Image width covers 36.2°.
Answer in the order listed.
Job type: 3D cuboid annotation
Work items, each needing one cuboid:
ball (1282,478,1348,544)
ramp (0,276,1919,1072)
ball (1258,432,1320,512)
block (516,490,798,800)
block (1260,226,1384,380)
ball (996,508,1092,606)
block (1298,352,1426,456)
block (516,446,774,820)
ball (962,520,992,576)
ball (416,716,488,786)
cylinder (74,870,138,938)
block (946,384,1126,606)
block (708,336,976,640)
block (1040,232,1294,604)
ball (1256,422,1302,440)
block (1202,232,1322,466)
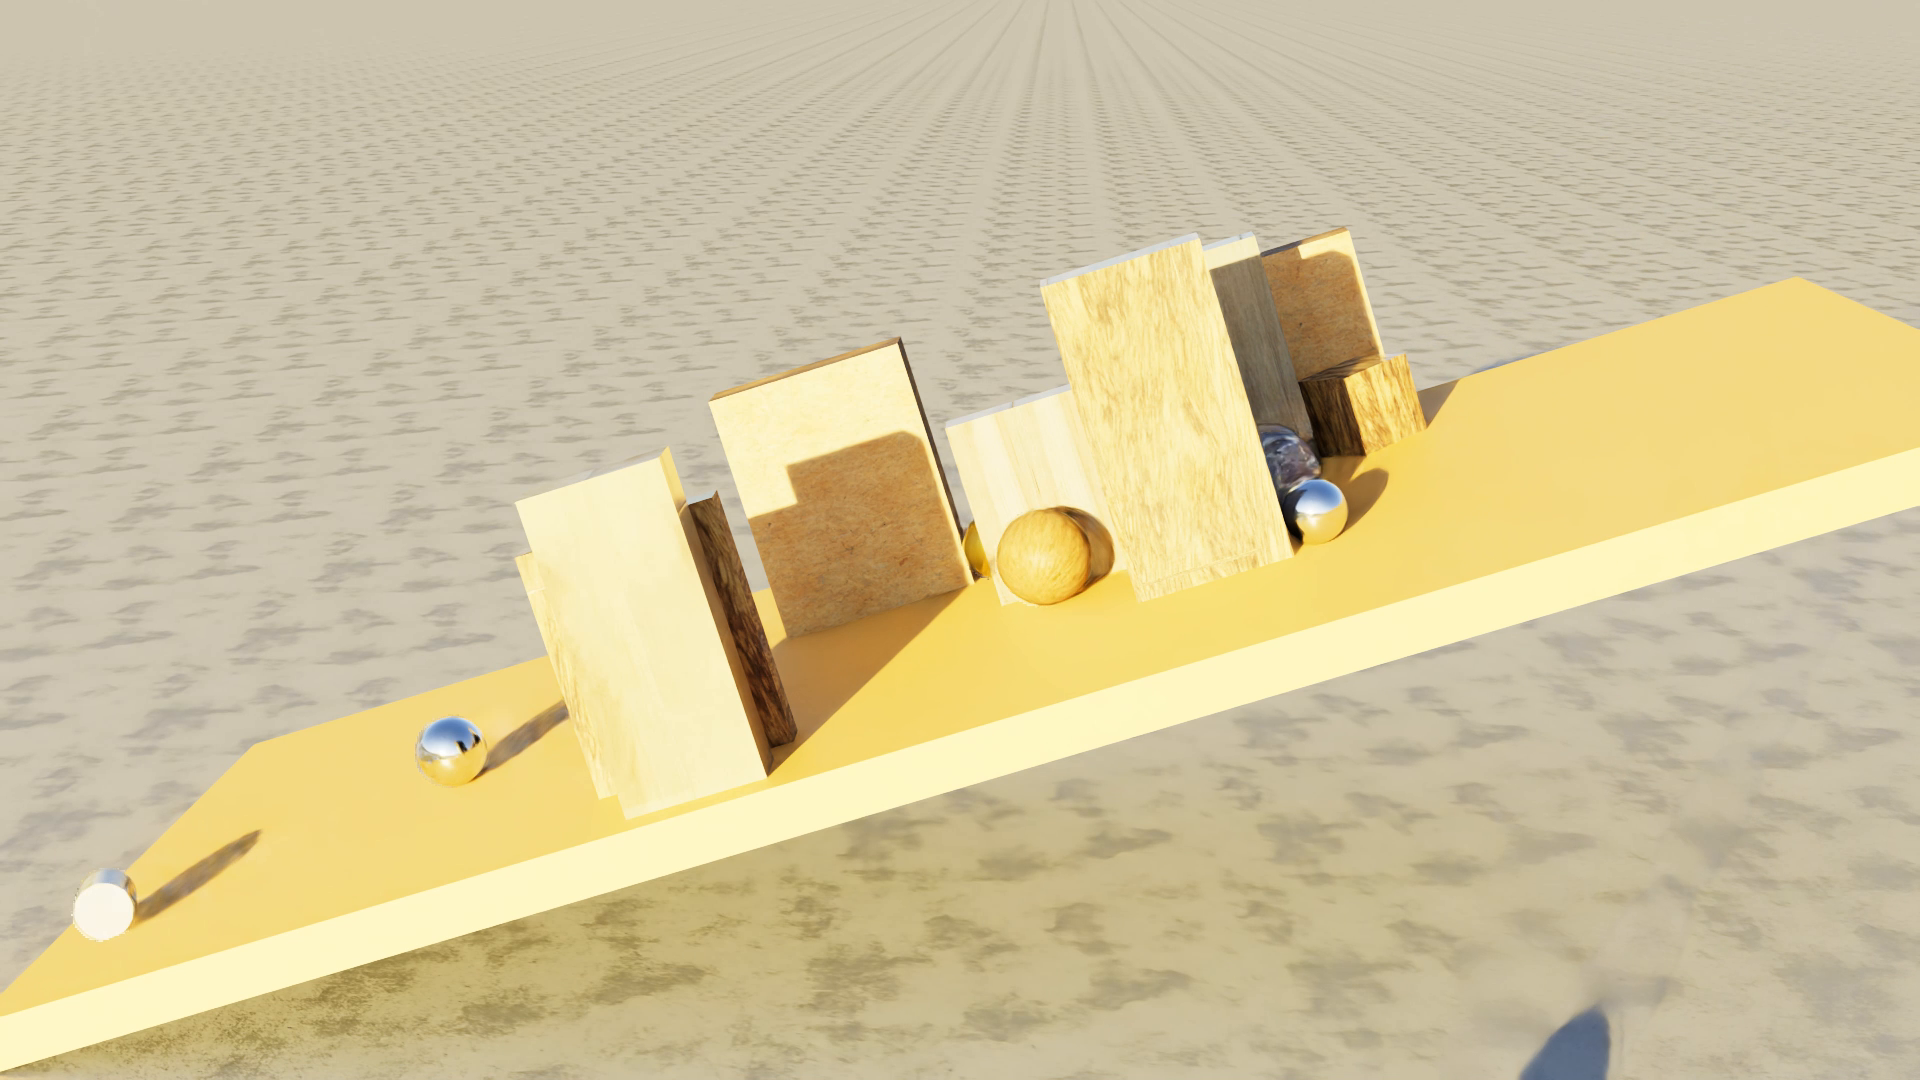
[{"bbox_3d":[0.712,-0.058,5.900,0.131,0.131,0.131,0,11,0],"label":"ball"},{"bbox_3d":[0.098,0.184,6.313,4.000,0.100,2.000,-17,10,5],"label":"ramp"},{"bbox_3d":[0.670,-0.136,6.228,0.185,0.185,0.185,0,11,0],"label":"ball"},{"bbox_3d":[-0.583,0.203,5.676,0.398,0.500,0.083,-17,10,5],"label":"block"},{"bbox_3d":[0.834,-0.480,7.019,0.314,0.452,0.111,-17,10,5],"label":"block"},{"bbox_3d":[0.175,0.036,6.119,0.200,0.200,0.200,0,11,0],"label":"ball"},{"bbox_3d":[0.918,-0.308,6.725,0.182,0.182,0.182,-23,11,-27],"label":"block"},{"bbox_3d":[-0.582,0.173,5.466,0.277,0.629,0.132,-17,10,5],"label":"block"},{"bbox_3d":[0.080,0.010,6.568,0.146,0.146,0.146,0,11,0],"label":"ball"},{"bbox_3d":[-1.073,0.446,6.216,0.147,0.147,0.147,0,11,0],"label":"ball"},{"bbox_3d":[-1.707,0.727,5.879,0.114,0.114,0.114,-2,8,-11],"label":"cylinder"},{"bbox_3d":[0.179,-0.102,6.271,0.312,0.401,0.095,-17,10,5],"label":"block"},{"bbox_3d":[-0.261,-0.117,6.629,0.441,0.567,0.136,-17,10,5],"label":"block"},{"bbox_3d":[0.414,-0.244,5.885,0.326,0.664,0.134,-17,10,5],"label":"block"},{"bbox_3d":[0.672,-0.168,6.419,0.177,0.177,0.177,0,11,0],"label":"ball"},{"bbox_3d":[0.553,-0.378,6.693,0.396,0.545,0.112,-17,10,5],"label":"block"}]
